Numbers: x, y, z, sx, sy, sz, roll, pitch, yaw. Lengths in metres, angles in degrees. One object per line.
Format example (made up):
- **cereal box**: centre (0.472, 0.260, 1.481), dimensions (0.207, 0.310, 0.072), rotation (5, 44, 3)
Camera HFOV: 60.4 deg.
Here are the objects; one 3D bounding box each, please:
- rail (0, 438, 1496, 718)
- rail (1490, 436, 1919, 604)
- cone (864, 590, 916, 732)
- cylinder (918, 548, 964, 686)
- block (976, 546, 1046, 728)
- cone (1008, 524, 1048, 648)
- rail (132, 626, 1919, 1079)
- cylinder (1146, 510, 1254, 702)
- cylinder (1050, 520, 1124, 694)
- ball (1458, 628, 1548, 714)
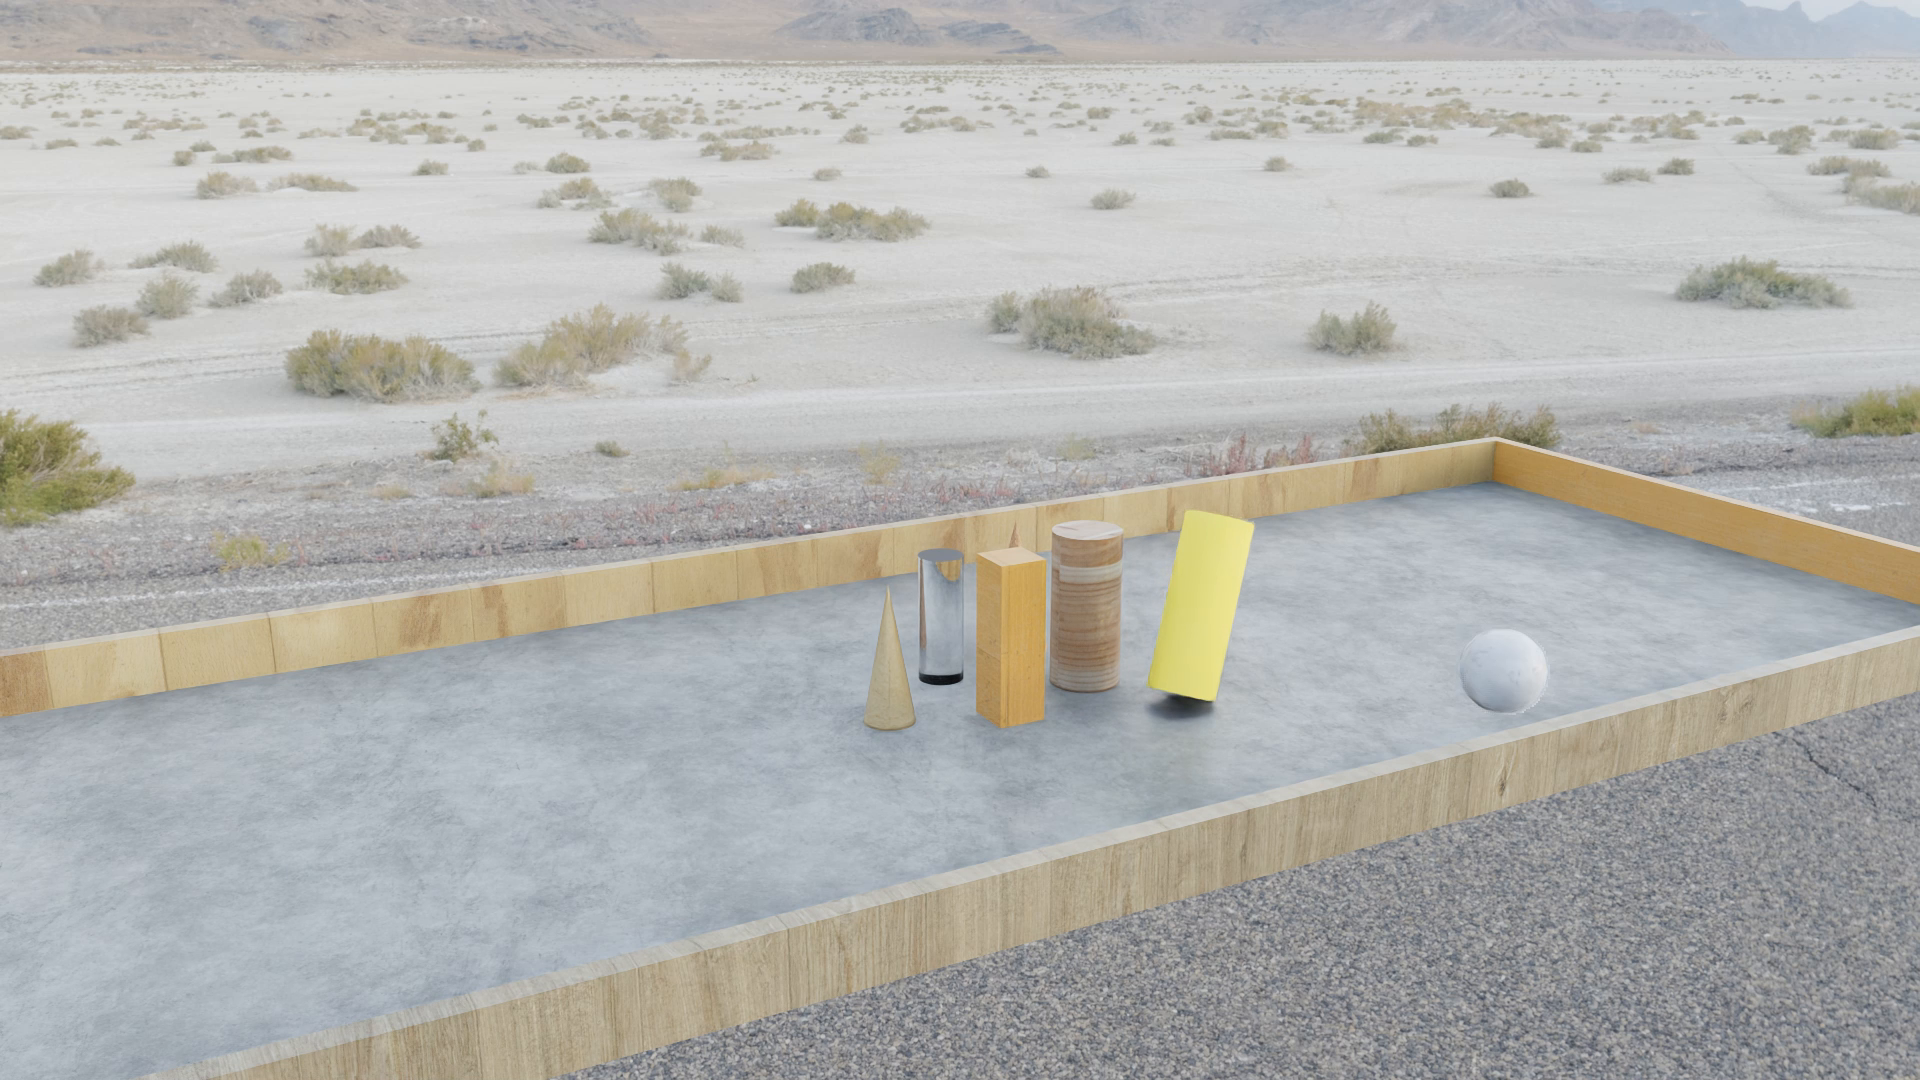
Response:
- **rail**: centre (-3.305, 0.497, 3.399), dimensions (12.000, 0.150, 0.050), rotation (-9, 18, -27)
- **rail**: centre (2.466, -0.048, 5.253), dimensions (0.050, 0.150, 2.100), rotation (-9, 18, -27)
- **cone**: centre (-0.166, 0.264, 3.853), dimensions (0.126, 0.340, 0.126), rotation (0, 16, 0)
- **cylinder**: centre (-0.048, 0.192, 4.127), dimensions (0.114, 0.323, 0.114), rotation (0, 16, 0)
- **block**: centre (0.119, 0.228, 3.876), dimensions (0.118, 0.396, 0.118), rotation (-9, 18, -27)
- **cone**: centre (0.145, 0.116, 4.339), dimensions (0.173, 0.350, 0.173), rotation (0, 16, 0)
- **rail**: centre (-2.336, 1.006, 1.665), dimensions (12.000, 0.150, 0.050), rotation (-9, 18, -27)
- **cylinder**: centre (0.581, 0.159, 3.987), dimensions (0.168, 0.436, 0.168), rotation (13, -2, 0)
- **cylinder**: centre (0.312, 0.164, 4.096), dimensions (0.175, 0.394, 0.175), rotation (0, 16, 0)
- **ball**: centre (1.193, 0.287, 3.625), dimensions (0.186, 0.186, 0.186), rotation (0, 16, 0)
